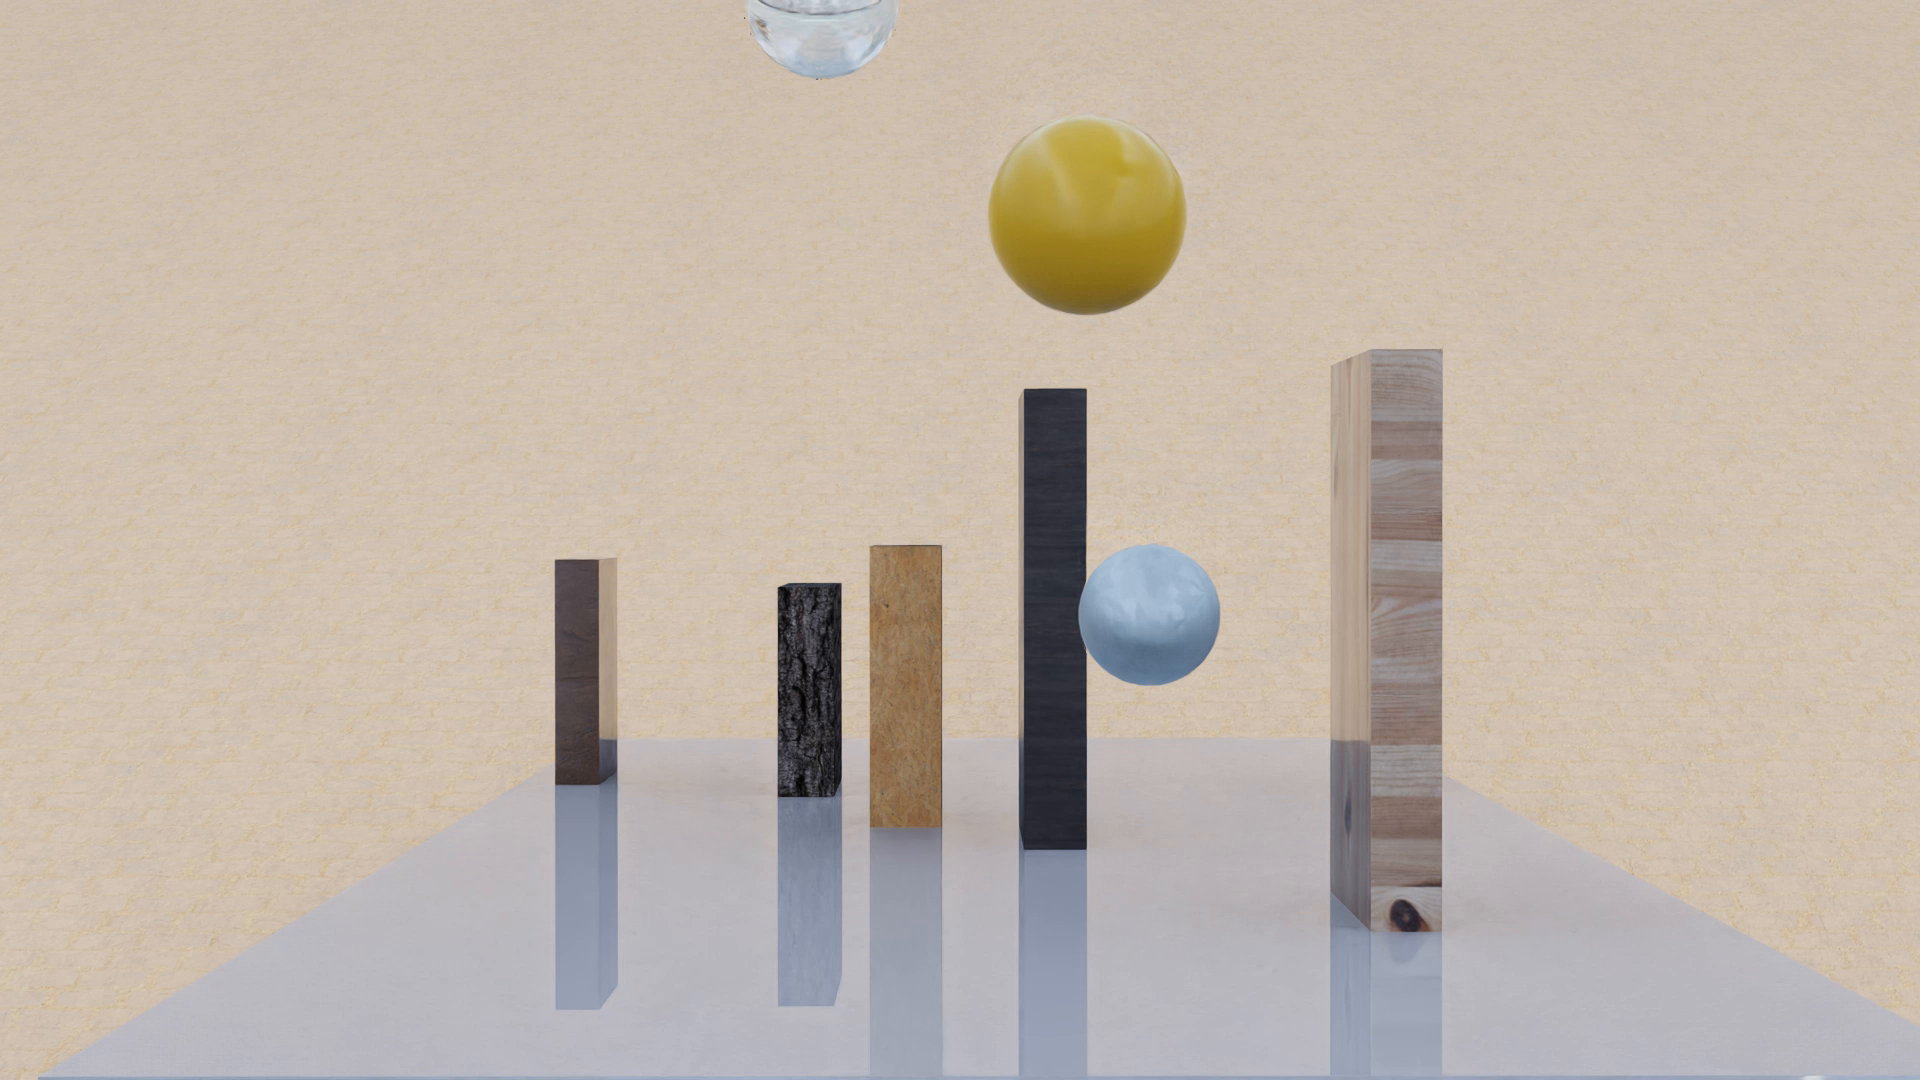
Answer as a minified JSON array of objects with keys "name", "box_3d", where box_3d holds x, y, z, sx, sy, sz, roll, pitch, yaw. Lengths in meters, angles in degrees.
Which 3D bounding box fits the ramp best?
[{"name":"ramp","box_3d":[0.064,0.575,4.619,2.000,0.100,4.000,0,1,0]}]

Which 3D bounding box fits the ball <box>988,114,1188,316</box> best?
[{"name":"ball","box_3d":[0.126,-0.323,2.569,0.199,0.199,0.199,0,29,0]}]

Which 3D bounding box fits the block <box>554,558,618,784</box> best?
[{"name":"block","box_3d":[-0.811,0.278,5.616,0.094,0.477,0.293,0,1,0]}]

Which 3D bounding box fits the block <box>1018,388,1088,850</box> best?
[{"name":"block","box_3d":[0.162,0.133,4.595,0.107,0.785,0.396,0,1,0]}]

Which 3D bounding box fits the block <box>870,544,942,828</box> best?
[{"name":"block","box_3d":[-0.100,0.267,4.850,0.131,0.513,0.270,0,1,0]}]

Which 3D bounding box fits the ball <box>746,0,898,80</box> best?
[{"name":"ball","box_3d":[-0.123,-0.482,2.312,0.137,0.137,0.137,0,29,0]}]

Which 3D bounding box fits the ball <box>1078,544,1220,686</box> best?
[{"name":"ball","box_3d":[0.207,0.082,2.828,0.155,0.155,0.155,0,29,0]}]

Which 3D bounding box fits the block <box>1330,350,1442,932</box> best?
[{"name":"block","box_3d":[0.609,0.136,3.717,0.097,0.795,0.383,0,1,0]}]

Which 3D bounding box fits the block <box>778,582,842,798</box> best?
[{"name":"block","box_3d":[-0.313,0.306,5.410,0.114,0.424,0.363,0,1,0]}]
